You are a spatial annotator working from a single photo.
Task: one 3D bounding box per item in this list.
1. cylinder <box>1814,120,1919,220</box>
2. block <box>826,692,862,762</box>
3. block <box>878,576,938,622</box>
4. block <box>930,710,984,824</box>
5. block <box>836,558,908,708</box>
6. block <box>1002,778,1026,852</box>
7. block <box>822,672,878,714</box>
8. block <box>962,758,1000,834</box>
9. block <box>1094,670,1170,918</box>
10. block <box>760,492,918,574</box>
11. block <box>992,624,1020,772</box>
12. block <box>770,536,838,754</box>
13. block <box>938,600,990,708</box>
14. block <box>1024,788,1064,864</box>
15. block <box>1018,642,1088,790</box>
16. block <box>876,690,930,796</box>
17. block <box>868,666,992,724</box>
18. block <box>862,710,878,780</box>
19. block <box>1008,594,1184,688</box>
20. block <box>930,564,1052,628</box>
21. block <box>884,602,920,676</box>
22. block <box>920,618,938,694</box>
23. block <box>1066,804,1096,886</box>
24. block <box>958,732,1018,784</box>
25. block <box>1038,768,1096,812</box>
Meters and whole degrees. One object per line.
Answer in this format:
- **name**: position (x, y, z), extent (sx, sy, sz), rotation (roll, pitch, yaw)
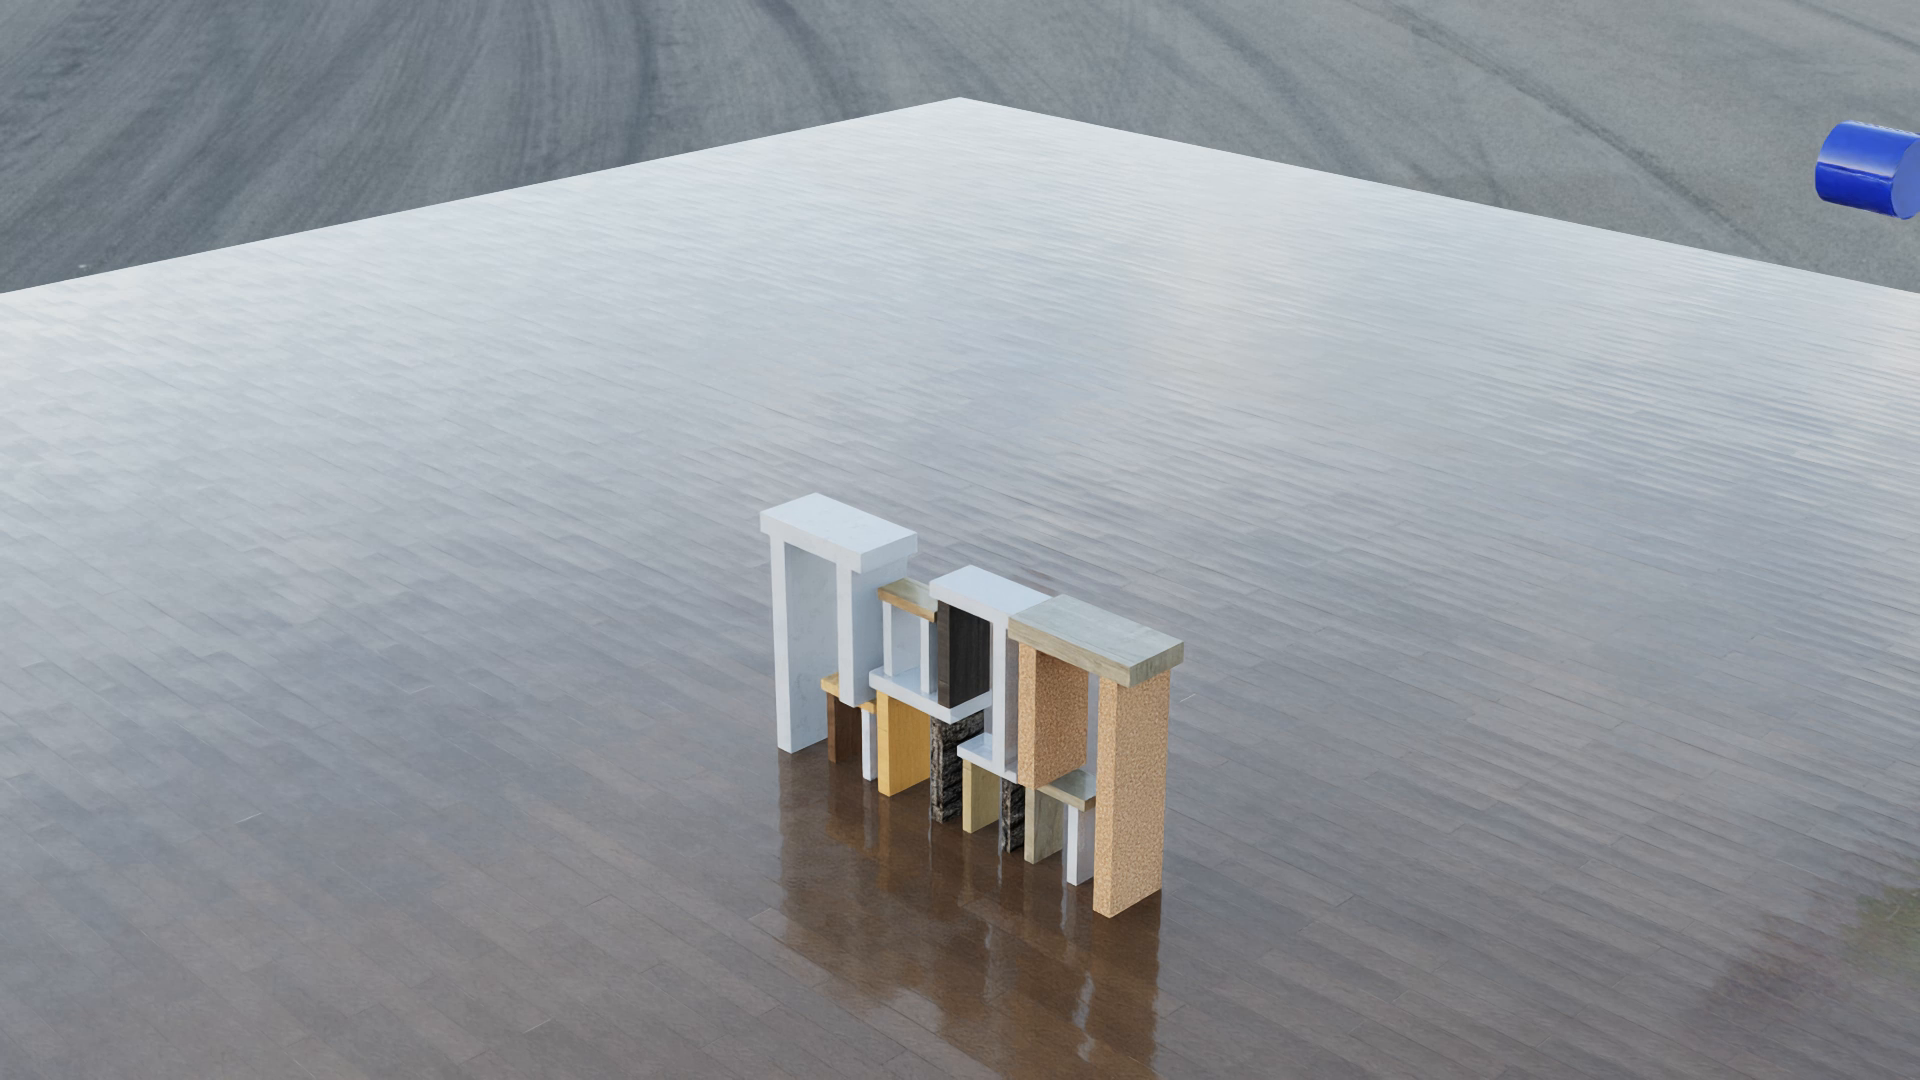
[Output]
- **cylinder**: position (2.006, -0.811, 4.812), extent (0.183, 0.183, 0.183), rotation (-17, 29, -35)
- **block**: position (-0.242, 0.383, 4.651), extent (0.023, 0.162, 0.081), rotation (21, 31, 41)
- **block**: position (-0.079, 0.118, 4.358), extent (0.081, 0.023, 0.161), rotation (-21, 31, -41)
- **block**: position (-0.005, 0.442, 4.419), extent (0.033, 0.234, 0.117), rotation (21, 31, 41)
- **block**: position (-0.178, 0.173, 4.486), extent (0.043, 0.307, 0.153), rotation (21, 31, 40)
- **block**: position (0.118, 0.526, 4.315), extent (0.023, 0.161, 0.081), rotation (21, 31, 41)
- **block**: position (-0.205, 0.313, 4.579), extent (0.081, 0.023, 0.162), rotation (-21, 31, -40)
- **block**: position (0.042, 0.496, 4.385), extent (0.023, 0.161, 0.081), rotation (21, 31, 41)
- **block**: position (0.317, 0.454, 4.065), extent (0.042, 0.489, 0.149), rotation (21, 31, 41)
- **block**: position (-0.249, -0.016, 4.484), extent (0.153, 0.043, 0.307), rotation (-21, 31, -40)
- **block**: position (0.114, 0.287, 4.220), extent (0.032, 0.308, 0.113), rotation (21, 31, 41)
- **block**: position (-0.321, 0.202, 4.656), extent (0.153, 0.492, 0.043), rotation (-21, 31, -41)
- **block**: position (0.008, 0.207, 4.301), extent (0.032, 0.225, 0.113), rotation (21, 31, 41)
- **block**: position (0.164, 0.538, 4.278), extent (0.024, 0.168, 0.084), rotation (21, 31, 41)
- **block**: position (0.177, 0.310, 4.157), extent (0.042, 0.297, 0.148), rotation (21, 31, 41)
- **block**: position (-0.115, 0.399, 4.521), extent (0.033, 0.234, 0.117), rotation (21, 31, 41)
- **block**: position (-0.060, 0.298, 4.418), extent (0.234, 0.033, 0.117), rotation (21, 31, 41)
- **block**: position (-0.166, 0.413, 4.581), extent (0.023, 0.162, 0.081), rotation (21, 31, 41)
- **block**: position (0.247, 0.182, 4.026), extent (0.297, 0.042, 0.148), rotation (21, 31, 41)
- **block**: position (0.061, 0.109, 4.202), extent (0.113, 0.032, 0.225), rotation (-21, 31, -41)
- **block**: position (-0.117, 0.187, 4.429), extent (0.023, 0.161, 0.081), rotation (21, 31, 41)
- **block**: position (-0.041, 0.217, 4.359), extent (0.023, 0.161, 0.081), rotation (21, 31, 41)
- **block**: position (0.243, 0.569, 4.205), extent (0.024, 0.168, 0.084), rotation (21, 31, 41)
- **block**: position (0.080, 0.427, 4.314), extent (0.161, 0.023, 0.081), rotation (21, 31, 41)
- **block**: position (0.204, 0.465, 4.204), extent (0.084, 0.024, 0.168), rotation (-21, 31, -41)
